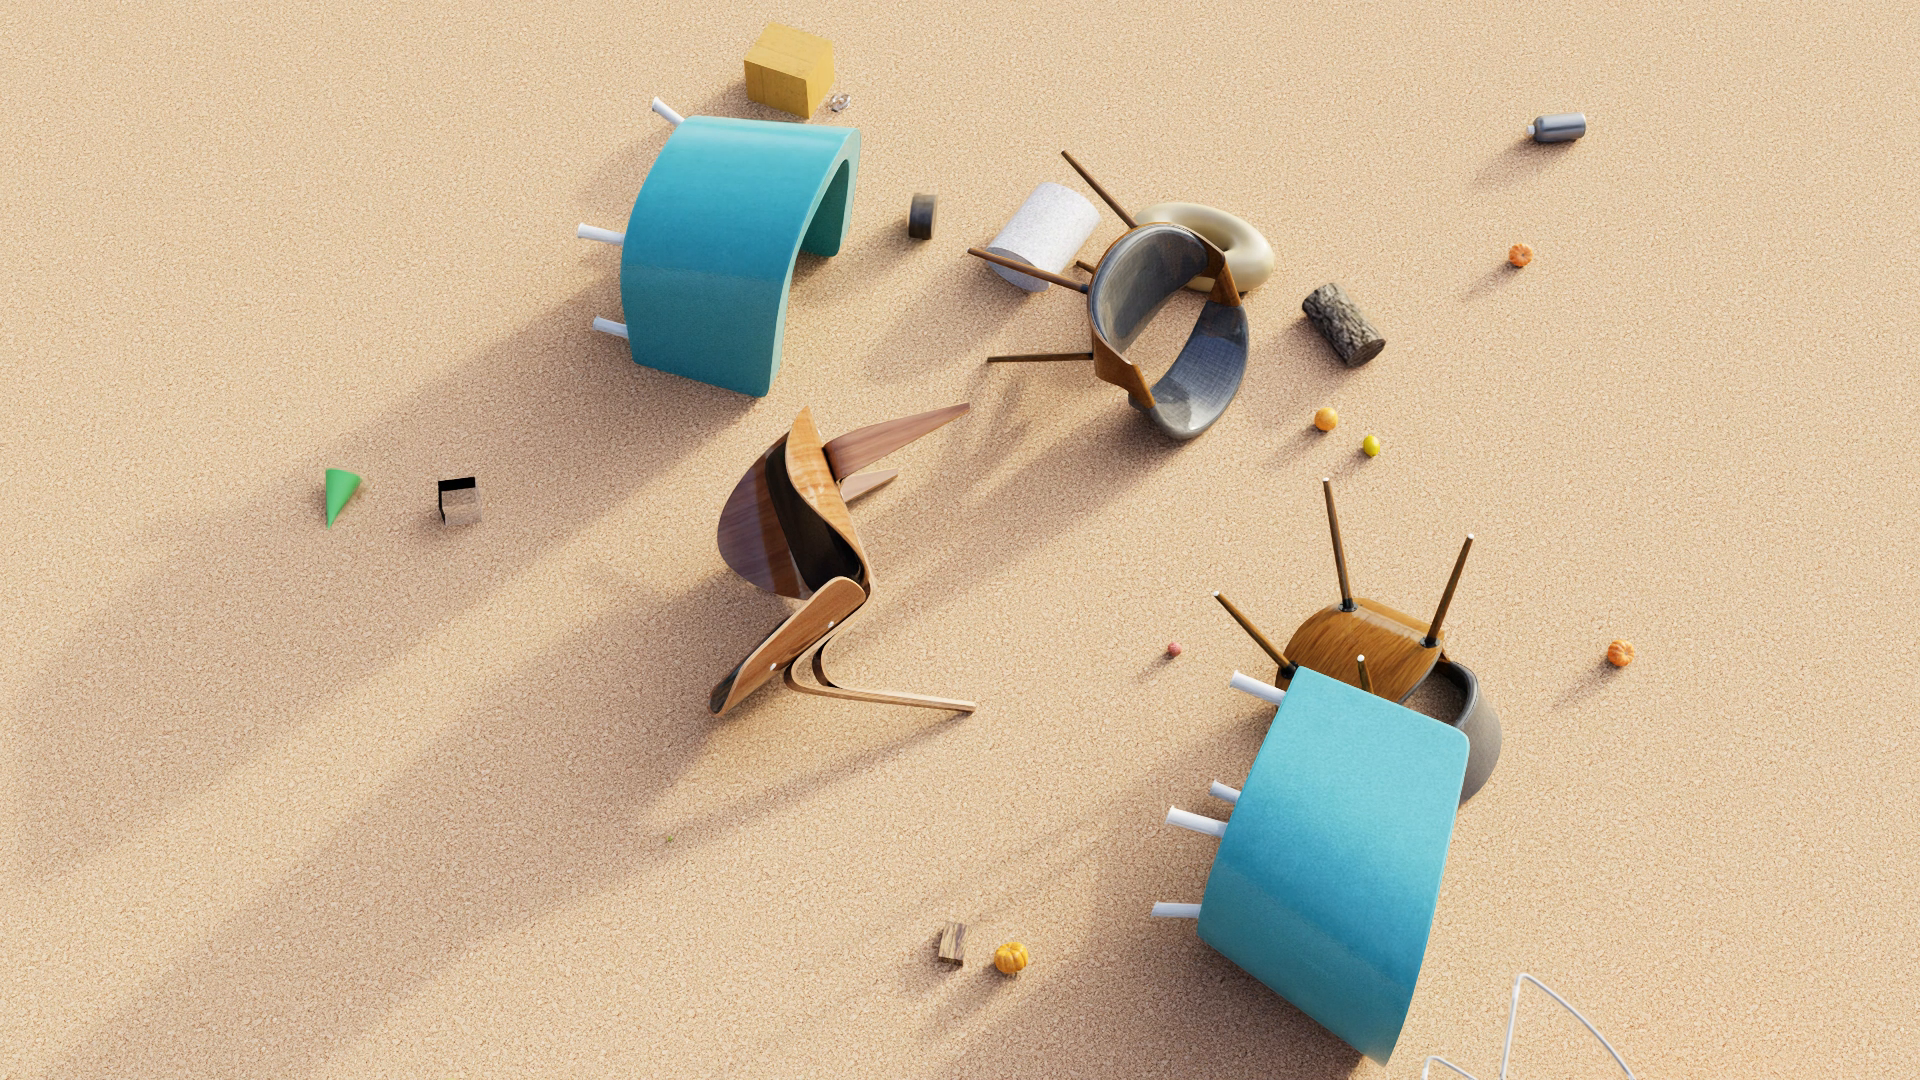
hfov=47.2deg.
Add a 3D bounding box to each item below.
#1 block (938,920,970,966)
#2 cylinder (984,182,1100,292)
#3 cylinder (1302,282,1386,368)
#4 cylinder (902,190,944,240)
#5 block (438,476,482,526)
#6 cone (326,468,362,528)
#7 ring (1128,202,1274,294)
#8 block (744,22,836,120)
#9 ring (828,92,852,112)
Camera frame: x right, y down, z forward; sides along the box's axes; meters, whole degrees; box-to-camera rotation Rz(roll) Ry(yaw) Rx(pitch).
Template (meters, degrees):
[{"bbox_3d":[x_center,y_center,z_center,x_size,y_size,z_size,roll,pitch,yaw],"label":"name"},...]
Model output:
[{"bbox_3d":[-0.015,1.070,5.833,0.066,0.038,0.102,9,57,6],"label":"block"},{"bbox_3d":[0.268,-0.985,7.142,0.246,0.154,0.331,29,61,14],"label":"cylinder"},{"bbox_3d":[1.214,-0.682,6.964,0.144,0.111,0.261,-28,60,-8],"label":"cylinder"},{"bbox_3d":[-0.121,-1.065,7.213,0.075,0.126,0.149,29,73,-2],"label":"cylinder"},{"bbox_3d":[-1.498,-0.115,6.590,0.110,0.101,0.097,-7,56,-5],"label":"block"},{"bbox_3d":[-1.878,-0.111,6.620,0.112,0.098,0.181,9,72,11],"label":"cone"},{"bbox_3d":[0.779,-0.946,7.115,0.497,0.158,0.284,19,60,14],"label":"ring"},{"bbox_3d":[-0.583,-1.611,7.544,0.236,0.185,0.204,20,58,13],"label":"block"},{"bbox_3d":[-0.414,-1.509,7.572,0.071,0.024,0.096,25,59,17],"label":"ring"}]
